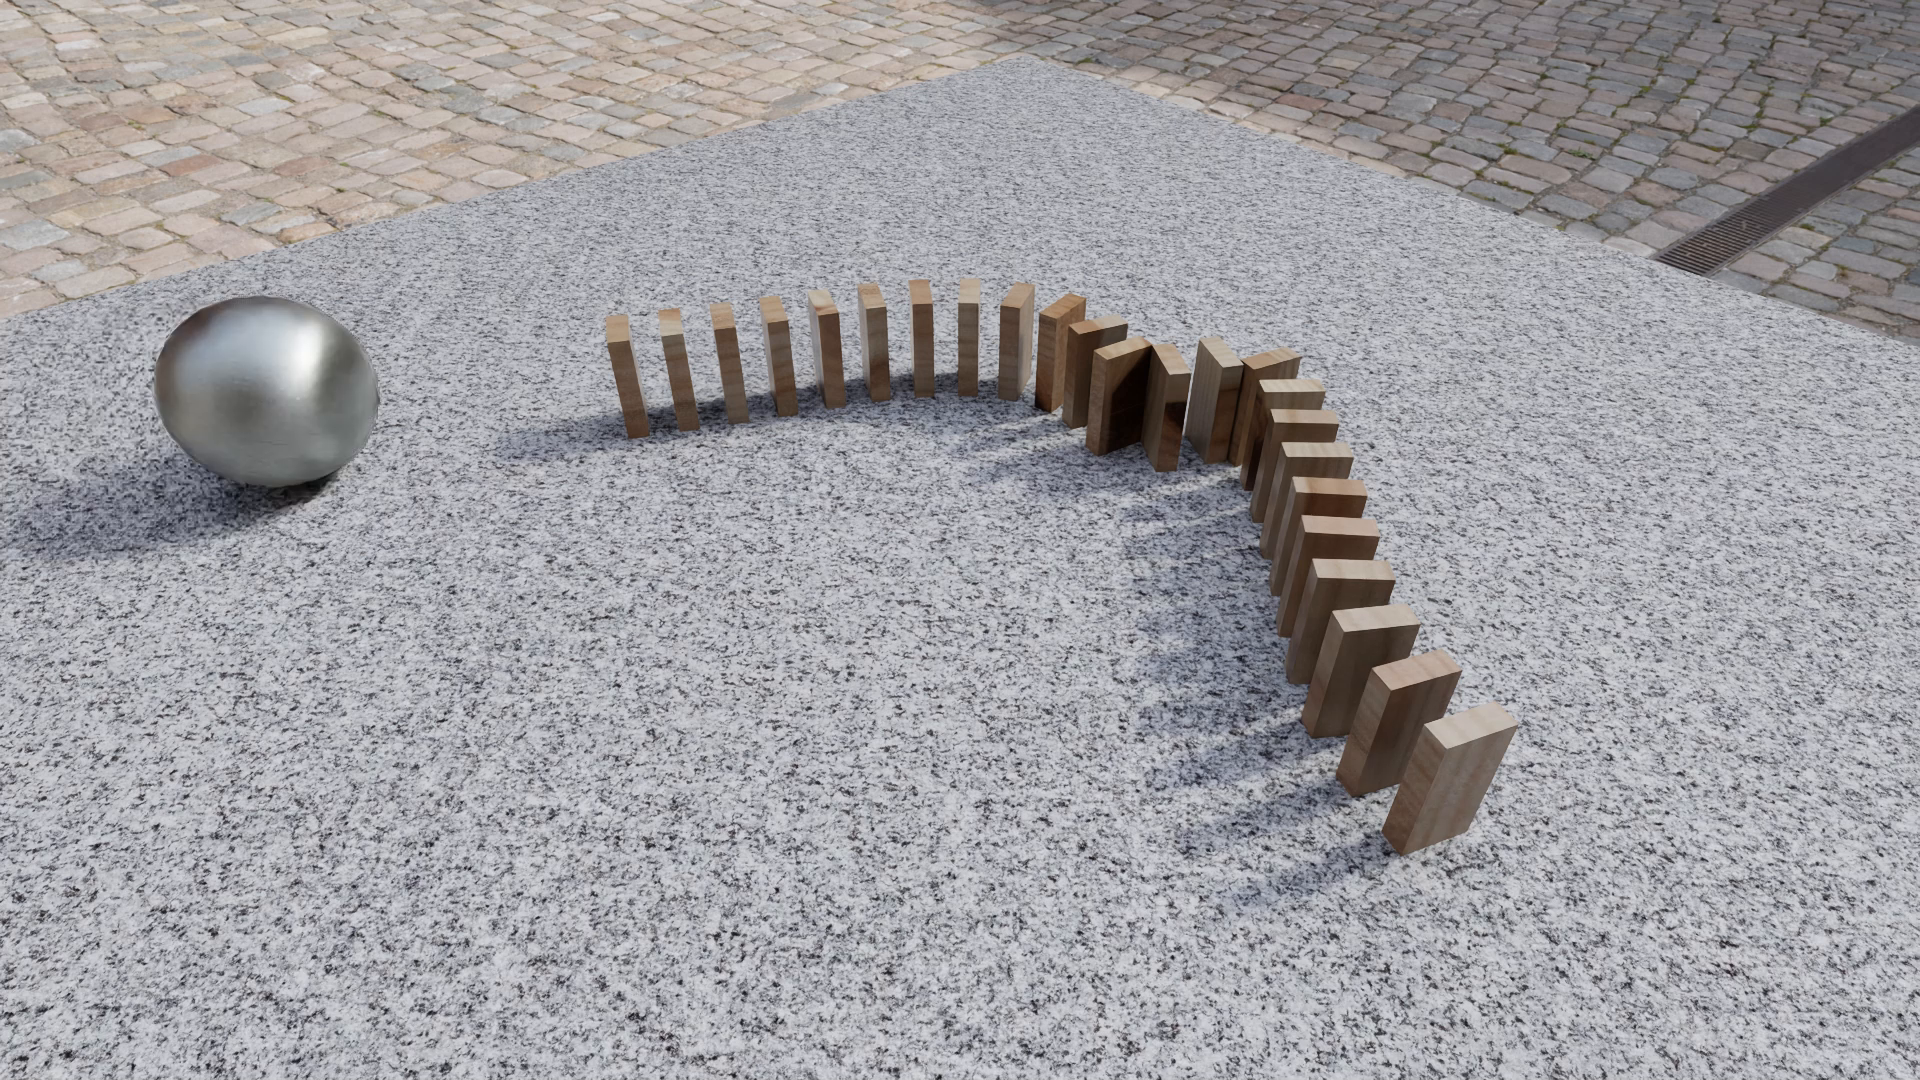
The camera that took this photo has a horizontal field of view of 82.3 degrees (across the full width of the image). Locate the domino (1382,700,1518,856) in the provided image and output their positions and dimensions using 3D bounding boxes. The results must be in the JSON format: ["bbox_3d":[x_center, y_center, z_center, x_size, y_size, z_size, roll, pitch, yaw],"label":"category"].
[{"bbox_3d":[0.144,0.071,0.325,0.025,0.050,0.010,-14,41,-16],"label":"domino"}]

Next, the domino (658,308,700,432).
[{"bbox_3d":[-0.129,-0.078,0.507,0.009,0.050,0.025,-10,40,-12],"label":"domino"}]

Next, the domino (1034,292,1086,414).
[{"bbox_3d":[0.047,-0.088,0.519,0.009,0.050,0.025,26,46,28],"label":"domino"}]

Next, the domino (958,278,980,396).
[{"bbox_3d":[0.004,-0.097,0.530,0.009,0.050,0.025,2,39,2],"label":"domino"}]

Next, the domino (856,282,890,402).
[{"bbox_3d":[-0.041,-0.094,0.527,0.010,0.050,0.025,-9,40,-11],"label":"domino"}]

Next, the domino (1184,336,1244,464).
[{"bbox_3d":[0.112,-0.061,0.486,0.009,0.050,0.025,-9,40,-11],"label":"domino"}]

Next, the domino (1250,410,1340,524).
[{"bbox_3d":[0.135,-0.029,0.447,0.025,0.050,0.010,2,39,2],"label":"domino"}]

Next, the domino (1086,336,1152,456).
[{"bbox_3d":[0.070,-0.064,0.489,0.025,0.050,0.009,-21,44,-24],"label":"domino"}]

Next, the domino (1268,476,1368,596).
[{"bbox_3d":[0.133,0.000,0.412,0.025,0.050,0.010,3,39,4],"label":"domino"}]

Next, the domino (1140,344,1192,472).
[{"bbox_3d":[0.090,-0.057,0.482,0.010,0.050,0.025,-6,40,-7],"label":"domino"}]

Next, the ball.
[{"bbox_3d":[-0.291,-0.062,0.464,0.080,0.080,0.080,0,39,0],"label":"ball"}]

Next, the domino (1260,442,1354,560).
[{"bbox_3d":[0.134,-0.015,0.429,0.025,0.050,0.009,0,39,0],"label":"domino"}]

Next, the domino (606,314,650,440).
[{"bbox_3d":[-0.152,-0.074,0.502,0.009,0.050,0.025,-10,40,-12],"label":"domino"}]

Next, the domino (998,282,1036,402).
[{"bbox_3d":[0.027,-0.095,0.527,0.010,0.050,0.025,12,41,15],"label":"domino"}]

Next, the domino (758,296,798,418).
[{"bbox_3d":[-0.085,-0.086,0.516,0.009,0.050,0.025,-11,41,-13],"label":"domino"}]

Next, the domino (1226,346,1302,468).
[{"bbox_3d":[0.132,-0.058,0.482,0.025,0.050,0.009,-17,42,-20],"label":"domino"}]

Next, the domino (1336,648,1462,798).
[{"bbox_3d":[0.135,0.058,0.341,0.025,0.050,0.009,-12,41,-15],"label":"domino"}]

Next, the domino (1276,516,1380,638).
[{"bbox_3d":[0.131,0.014,0.394,0.025,0.050,0.009,4,39,4],"label":"domino"}]

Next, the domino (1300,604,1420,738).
[{"bbox_3d":[0.130,0.043,0.358,0.025,0.050,0.009,-5,40,-6],"label":"domino"}]

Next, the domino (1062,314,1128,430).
[{"bbox_3d":[0.062,-0.077,0.505,0.025,0.050,0.009,-16,42,-18],"label":"domino"}]

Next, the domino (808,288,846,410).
[{"bbox_3d":[-0.063,-0.090,0.522,0.010,0.050,0.025,-11,41,-14],"label":"domino"}]

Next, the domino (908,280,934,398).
[{"bbox_3d":[-0.018,-0.097,0.530,0.009,0.050,0.025,-4,39,-5],"label":"domino"}]

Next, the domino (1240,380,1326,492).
[{"bbox_3d":[0.136,-0.044,0.465,0.025,0.050,0.010,-1,39,-1],"label":"domino"}]

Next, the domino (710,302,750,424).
[{"bbox_3d":[-0.107,-0.082,0.511,0.009,0.050,0.025,-10,40,-12],"label":"domino"}]

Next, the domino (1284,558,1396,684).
[{"bbox_3d":[0.129,0.029,0.376,0.025,0.050,0.010,2,39,2],"label":"domino"}]
